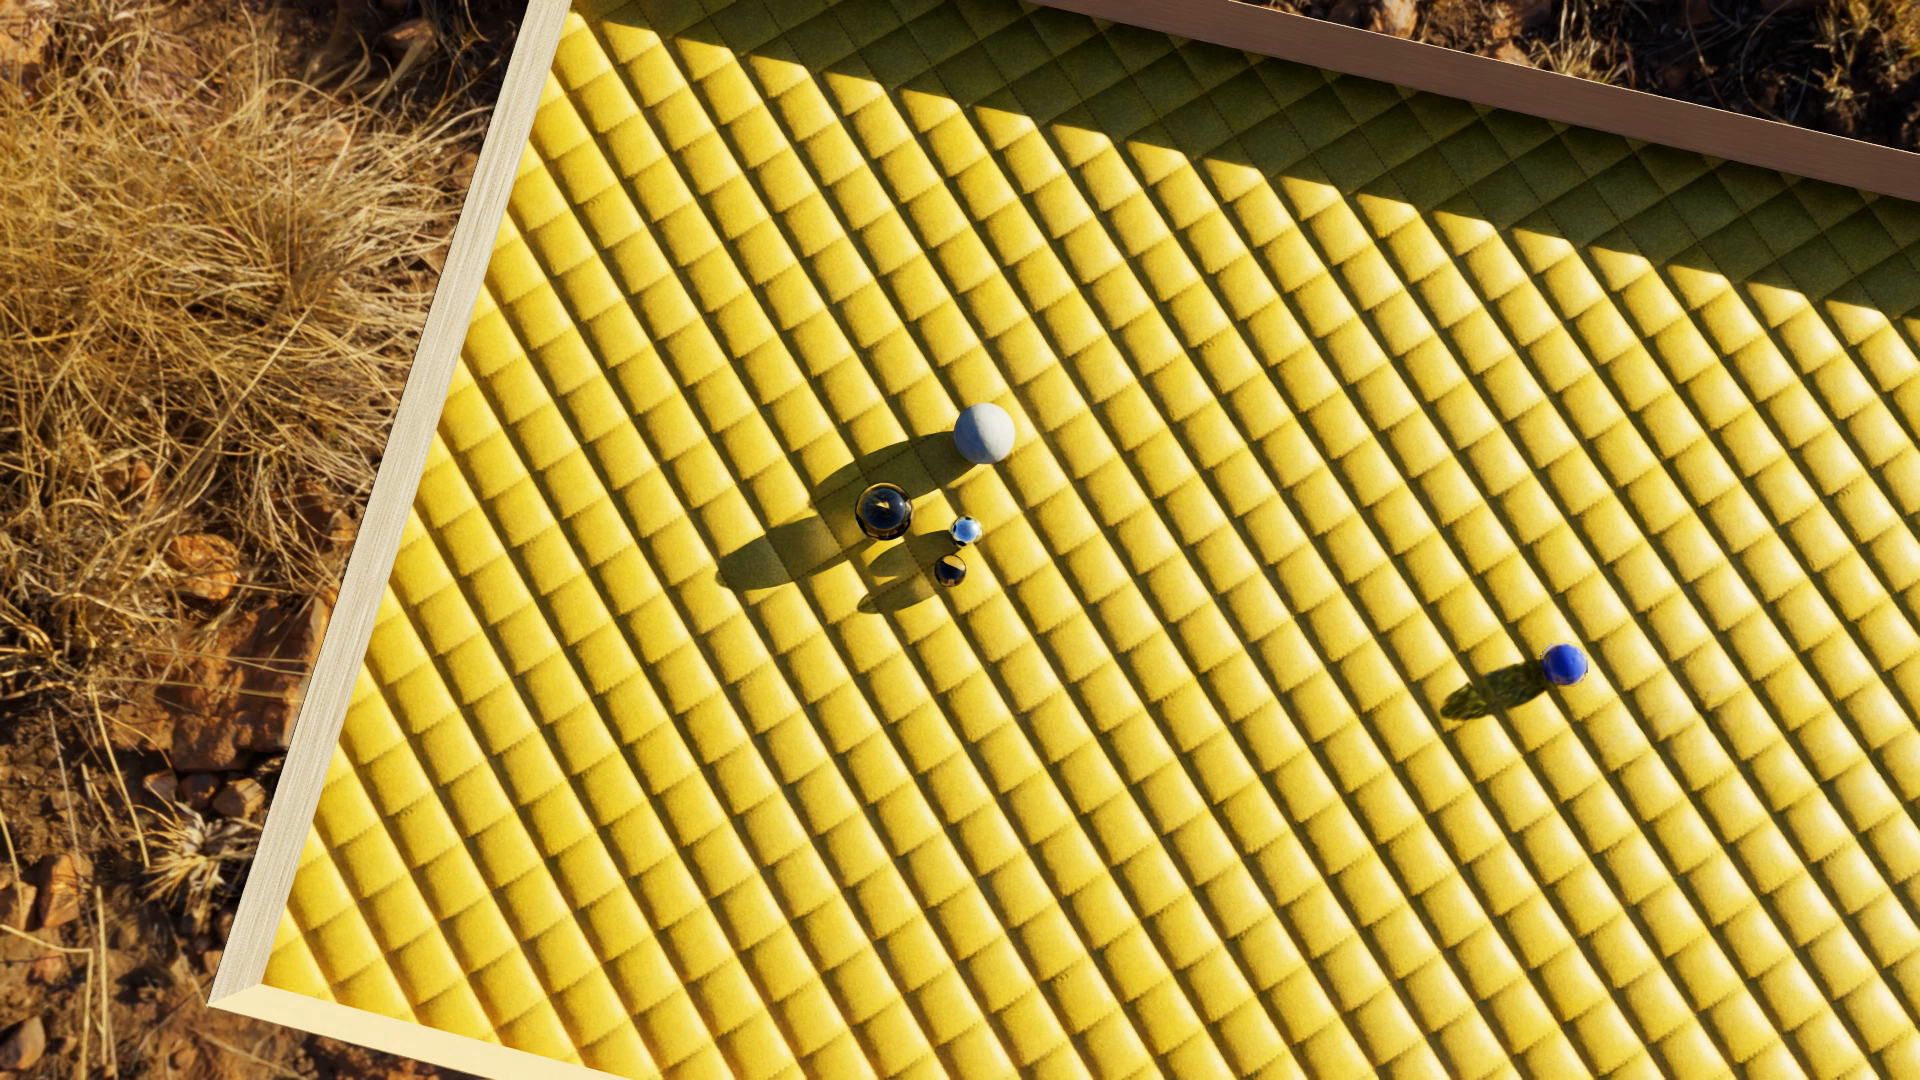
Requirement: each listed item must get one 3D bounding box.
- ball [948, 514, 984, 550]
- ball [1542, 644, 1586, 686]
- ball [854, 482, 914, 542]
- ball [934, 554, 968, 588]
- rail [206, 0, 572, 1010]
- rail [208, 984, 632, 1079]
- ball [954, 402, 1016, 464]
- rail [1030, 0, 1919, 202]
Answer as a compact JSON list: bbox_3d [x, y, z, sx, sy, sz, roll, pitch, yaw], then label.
[{"bbox_3d":[0.009,-0.012,3.341,0.052,0.052,0.052,0,76,0],"label":"ball"},{"bbox_3d":[0.903,0.187,3.286,0.064,0.064,0.064,0,76,0],"label":"ball"},{"bbox_3d":[-0.114,-0.043,3.329,0.091,0.091,0.091,0,76,0],"label":"ball"},{"bbox_3d":[-0.014,0.047,3.328,0.051,0.051,0.051,0,76,0],"label":"ball"},{"bbox_3d":[-0.812,-0.201,3.350,0.045,0.124,1.854,13,77,3],"label":"rail"},{"bbox_3d":[0.618,1.046,3.045,3.439,0.124,0.045,13,77,3],"label":"rail"},{"bbox_3d":[0.037,-0.162,3.356,0.095,0.095,0.095,0,76,0],"label":"ball"},{"bbox_3d":[1.051,-0.658,3.461,3.439,0.124,0.045,13,77,3],"label":"rail"}]
